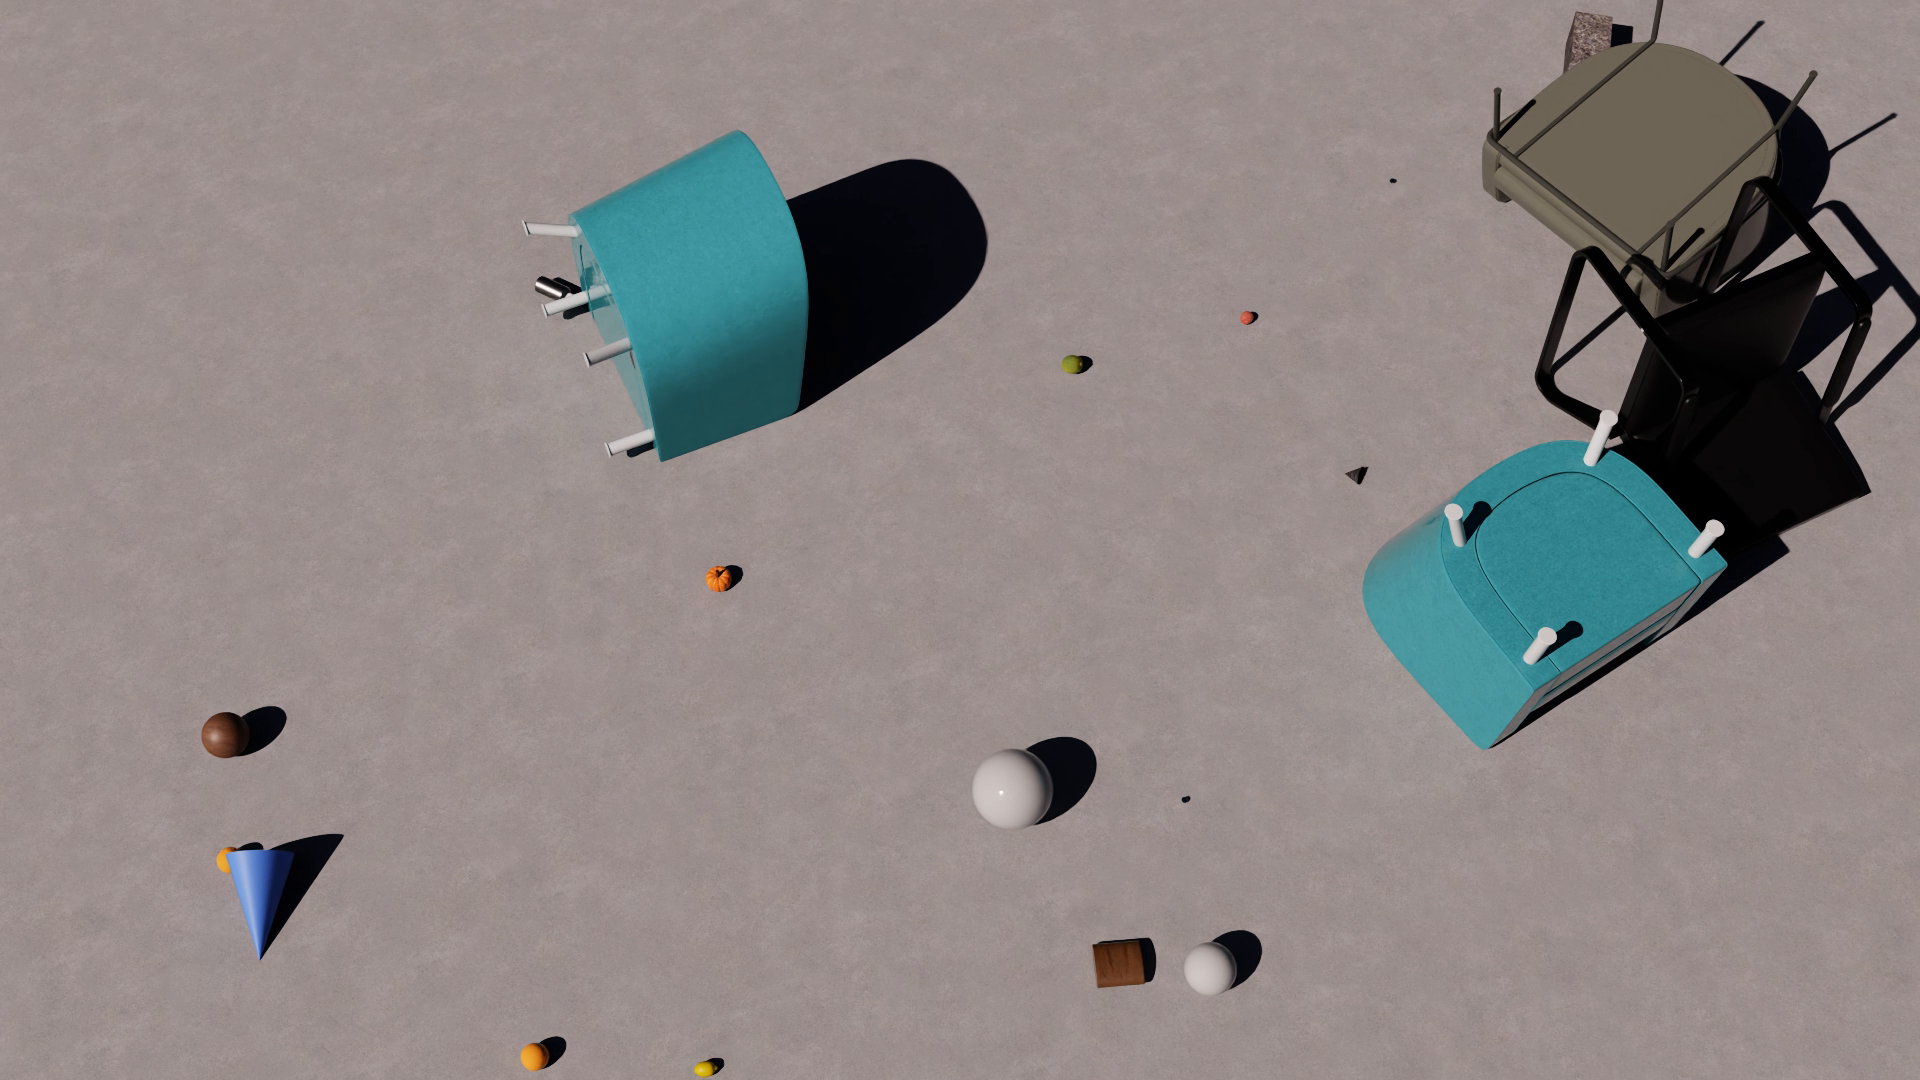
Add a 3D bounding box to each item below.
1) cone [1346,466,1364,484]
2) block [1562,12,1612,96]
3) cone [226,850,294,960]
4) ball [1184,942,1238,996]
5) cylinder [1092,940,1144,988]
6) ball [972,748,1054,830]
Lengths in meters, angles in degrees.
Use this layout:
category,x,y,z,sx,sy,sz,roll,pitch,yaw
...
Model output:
category,x,y,z,sx,sy,sz,roll,pitch,yaw
cone,1.196,-0.199,6.696,0.053,0.040,0.065,8,52,34
block,2.170,-1.683,7.611,0.126,0.153,0.233,10,57,7
cone,-1.865,0.980,5.860,0.165,0.198,0.284,-10,74,19
ball,0.654,1.119,5.739,0.139,0.139,0.139,0,56,0
cylinder,0.417,1.118,5.795,0.125,0.048,0.122,-4,56,-3
ball,0.144,0.678,5.985,0.223,0.223,0.223,0,56,0
